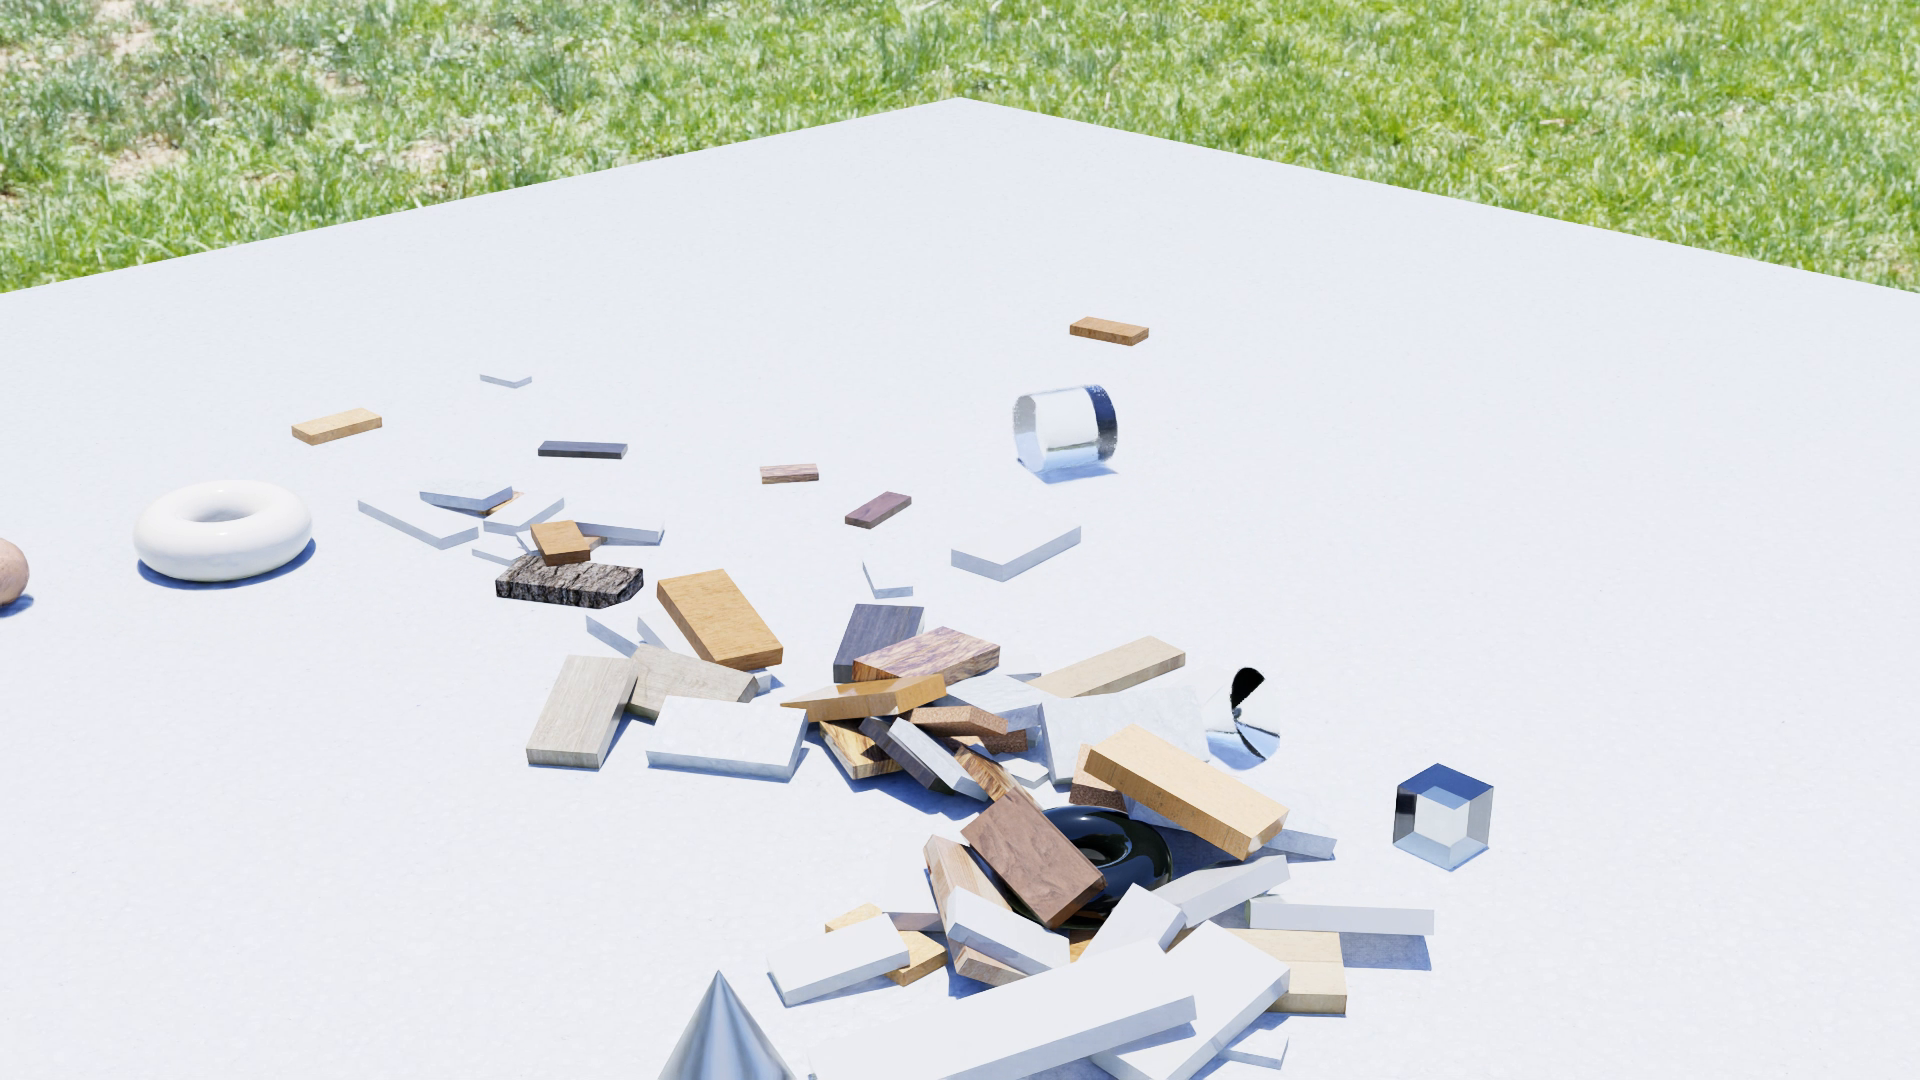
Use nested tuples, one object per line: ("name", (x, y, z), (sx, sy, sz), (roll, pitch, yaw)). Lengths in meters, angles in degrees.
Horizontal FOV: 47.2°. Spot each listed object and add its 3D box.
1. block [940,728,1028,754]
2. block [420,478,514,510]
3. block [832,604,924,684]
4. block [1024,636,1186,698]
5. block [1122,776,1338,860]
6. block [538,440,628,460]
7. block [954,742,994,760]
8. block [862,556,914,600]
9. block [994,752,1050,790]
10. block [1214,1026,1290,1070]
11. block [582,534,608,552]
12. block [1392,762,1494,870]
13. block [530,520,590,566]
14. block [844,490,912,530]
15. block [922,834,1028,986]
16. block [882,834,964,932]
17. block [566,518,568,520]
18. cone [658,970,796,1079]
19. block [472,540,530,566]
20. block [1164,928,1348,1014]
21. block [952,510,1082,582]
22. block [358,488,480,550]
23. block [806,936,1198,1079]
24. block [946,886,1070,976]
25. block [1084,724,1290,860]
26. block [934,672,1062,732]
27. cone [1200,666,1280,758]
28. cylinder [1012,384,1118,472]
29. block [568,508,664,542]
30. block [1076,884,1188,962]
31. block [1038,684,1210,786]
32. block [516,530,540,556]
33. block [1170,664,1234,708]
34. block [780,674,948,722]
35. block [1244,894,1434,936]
("block", (0.046, 0.422, 4.695), (0.191, 0.027, 0.095), (-6, 30, 0))
("block", (-1.343, -0.125, 5.982), (0.233, 0.033, 0.117), (7, 24, 31))
("block", (-0.186, 0.242, 5.130), (0.167, 0.047, 0.333), (3, 23, 6))
("block", (0.321, 0.308, 4.991), (0.419, 0.034, 0.119), (-18, 29, -36))
("block", (0.522, 0.523, 4.317), (0.414, 0.048, 0.168), (13, 23, -12))
("block", (-1.088, -0.260, 6.347), (0.246, 0.021, 0.076), (2, 23, 6))
("block", (0.000, 0.468, 4.595), (0.130, 0.018, 0.065), (-19, 38, -20))
("block", (-0.182, 0.093, 5.507), (0.095, 0.027, 0.191), (-5, 23, -11))
("block", (0.121, 0.482, 4.601), (0.130, 0.018, 0.065), (16, 28, 34))
("block", (0.477, 0.853, 3.723), (0.148, 0.021, 0.074), (7, 24, 17))
("block", (-0.991, 0.014, 5.698), (0.080, 0.023, 0.160), (9, 25, 20))
("block", (0.948, 0.541, 4.316), (0.133, 0.133, 0.133), (-20, 30, -39))
("block", (-1.017, 0.006, 5.593), (0.111, 0.031, 0.222), (-7, 23, -19))
("block", (-0.219, -0.081, 5.922), (0.080, 0.023, 0.211), (13, 26, 28))
("block", (0.030, 0.674, 3.988), (0.136, 0.039, 0.350), (22, 23, -23))
("block", (-0.068, 0.641, 4.123), (0.136, 0.039, 0.273), (1, 23, 2))
("block", (-1.025, -0.032, 5.809), (0.076, 0.021, 0.151), (14, 27, 30))
("cone", (-0.385, 0.799, 3.558), (0.250, 0.250, 0.250), (0, 23, 0))
("block", (-1.180, 0.034, 5.654), (0.140, 0.020, 0.070), (15, 27, 31))
("block", (0.510, 0.759, 3.883), (0.325, 0.046, 0.162), (1, 32, 2))
("block", (0.147, 0.014, 5.669), (0.166, 0.047, 0.333), (18, 29, 35))
("block", (-1.444, -0.058, 5.854), (0.392, 0.033, 0.117), (21, 30, 40))
("block", (0.068, 0.818, 3.642), (0.623, 0.051, 0.179), (-15, 26, -12))
("block", (0.086, 0.705, 3.898), (0.232, 0.033, 0.116), (27, 22, -11))
("block", (0.435, 0.480, 4.225), (0.358, 0.051, 0.179), (28, 25, 24))
("block", (0.080, 0.352, 4.766), (0.165, 0.047, 0.330), (-10, 10, -22))
("cone", (0.552, 0.390, 4.729), (0.198, 0.198, 0.198), (-17, 10, 36))
("cylinder", (0.297, -0.316, 6.222), (0.221, 0.221, 0.221), (-10, 25, -22))
("block", (-0.901, -0.039, 5.765), (0.237, 0.031, 0.111), (7, 18, -1))
("block", (0.284, 0.723, 3.845), (0.116, 0.033, 0.232), (24, 69, 43))
("block", (0.343, 0.407, 4.607), (0.336, 0.168, 0.048), (-6, -21, -13))
("block", (-1.090, 0.007, 5.664), (0.070, 0.020, 0.139), (-12, 25, -24))
("block", (0.533, 0.348, 4.898), (0.119, 0.034, 0.239), (19, 30, 38))
("block", (-0.209, 0.342, 4.722), (0.330, 0.047, 0.165), (-9, 5, 39))
("block", (0.688, 0.681, 4.010), (0.325, 0.046, 0.162), (2, -3, 4))
